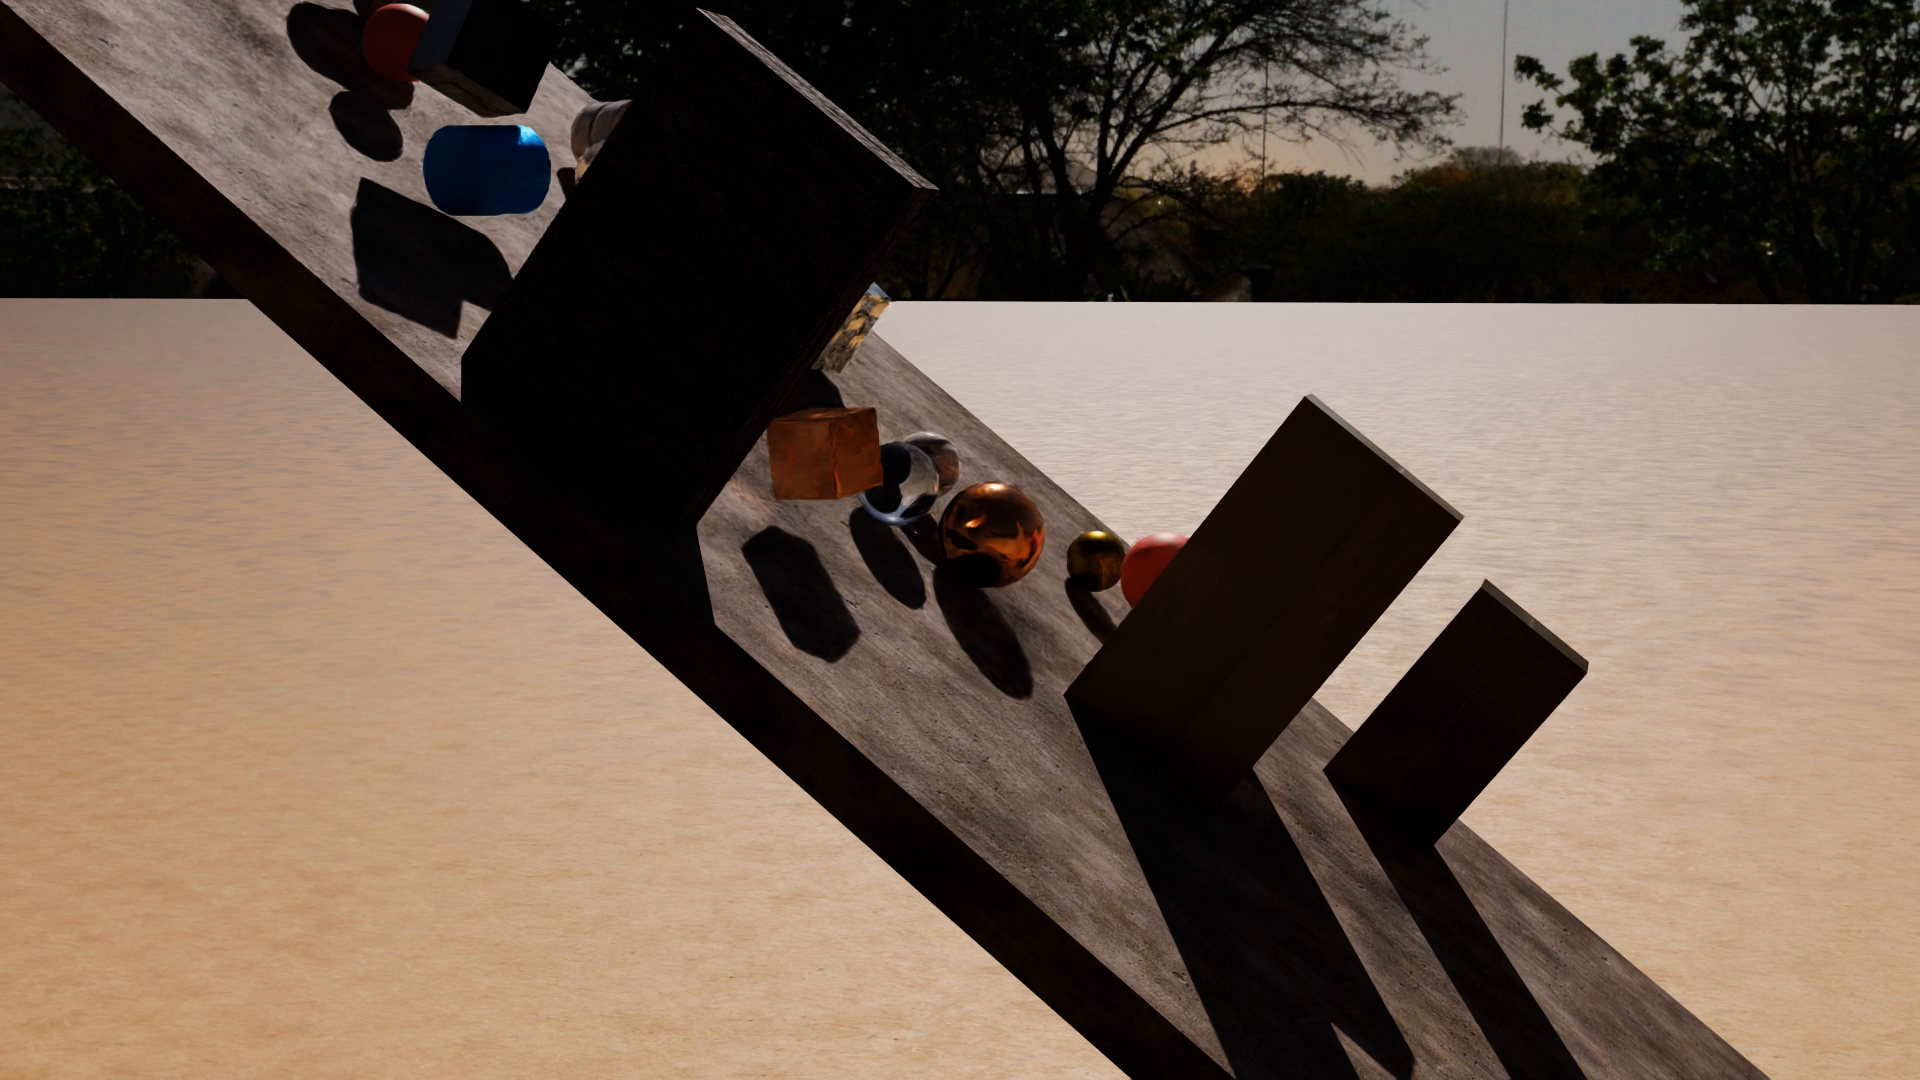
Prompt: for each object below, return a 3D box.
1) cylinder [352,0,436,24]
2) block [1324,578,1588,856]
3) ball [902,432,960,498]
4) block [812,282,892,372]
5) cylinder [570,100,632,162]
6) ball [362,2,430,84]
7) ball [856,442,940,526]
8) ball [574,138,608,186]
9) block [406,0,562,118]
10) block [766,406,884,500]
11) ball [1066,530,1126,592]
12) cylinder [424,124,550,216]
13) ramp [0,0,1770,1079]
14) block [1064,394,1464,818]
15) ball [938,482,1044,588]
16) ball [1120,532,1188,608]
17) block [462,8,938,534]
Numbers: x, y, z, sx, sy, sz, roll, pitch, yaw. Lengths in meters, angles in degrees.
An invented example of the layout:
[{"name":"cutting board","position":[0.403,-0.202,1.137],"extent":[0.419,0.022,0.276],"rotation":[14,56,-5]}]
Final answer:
[{"name":"cylinder","position":[-1.156,-1.159,4.458],"extent":[0.192,0.192,0.192],"rotation":[-25,-10,-5]},{"name":"block","position":[0.997,0.355,4.431],"extent":[0.263,0.492,0.133],"rotation":[40,16,9]},{"name":"ball","position":[-0.065,-0.141,4.190],"extent":[0.132,0.132,0.132],"rotation":[0,7,0]},{"name":"block","position":[-0.305,-0.483,4.465],"extent":[0.193,0.193,0.193],"rotation":[46,21,24]},{"name":"cylinder","position":[-0.706,-0.838,4.598],"extent":[0.158,0.158,0.158],"rotation":[-6,10,-40]},{"name":"ball","position":[-1.048,-0.932,4.128],"extent":[0.147,0.147,0.147],"rotation":[0,7,0]},{"name":"ball","position":[-0.113,-0.100,3.939],"extent":[0.151,0.151,0.151],"rotation":[0,7,0]},{"name":"ball","position":[-0.687,-0.721,4.405],"extent":[0.169,0.169,0.169],"rotation":[0,7,0]},{"name":"block","position":[-0.847,-0.872,3.912],"extent":[0.169,0.169,0.169],"rotation":[28,-12,-37]},{"name":"block","position":[-0.222,-0.144,3.624],"extent":[0.130,0.130,0.130],"rotation":[2,14,33]},{"name":"ball","position":[0.274,0.042,4.425],"extent":[0.123,0.123,0.123],"rotation":[0,7,0]},{"name":"cylinder","position":[-0.825,-0.646,3.840],"extent":[0.155,0.155,0.155],"rotation":[5,11,36]},{"name":"ramp","position":[-0.031,0.086,4.054],"extent":[4.000,0.100,2.000],"rotation":[40,16,9]},{"name":"block","position":[0.510,0.114,3.740],"extent":[0.327,0.664,0.086],"rotation":[40,16,9]},{"name":"ball","position":[0.056,-0.009,3.972],"extent":[0.192,0.192,0.192],"rotation":[0,7,0]},{"name":"ball","position":[0.375,0.068,4.019],"extent":[0.165,0.165,0.165],"rotation":[0,7,0]},{"name":"block","position":[-0.392,-0.393,3.260],"extent":[0.420,0.639,0.114],"rotation":[40,16,9]}]
